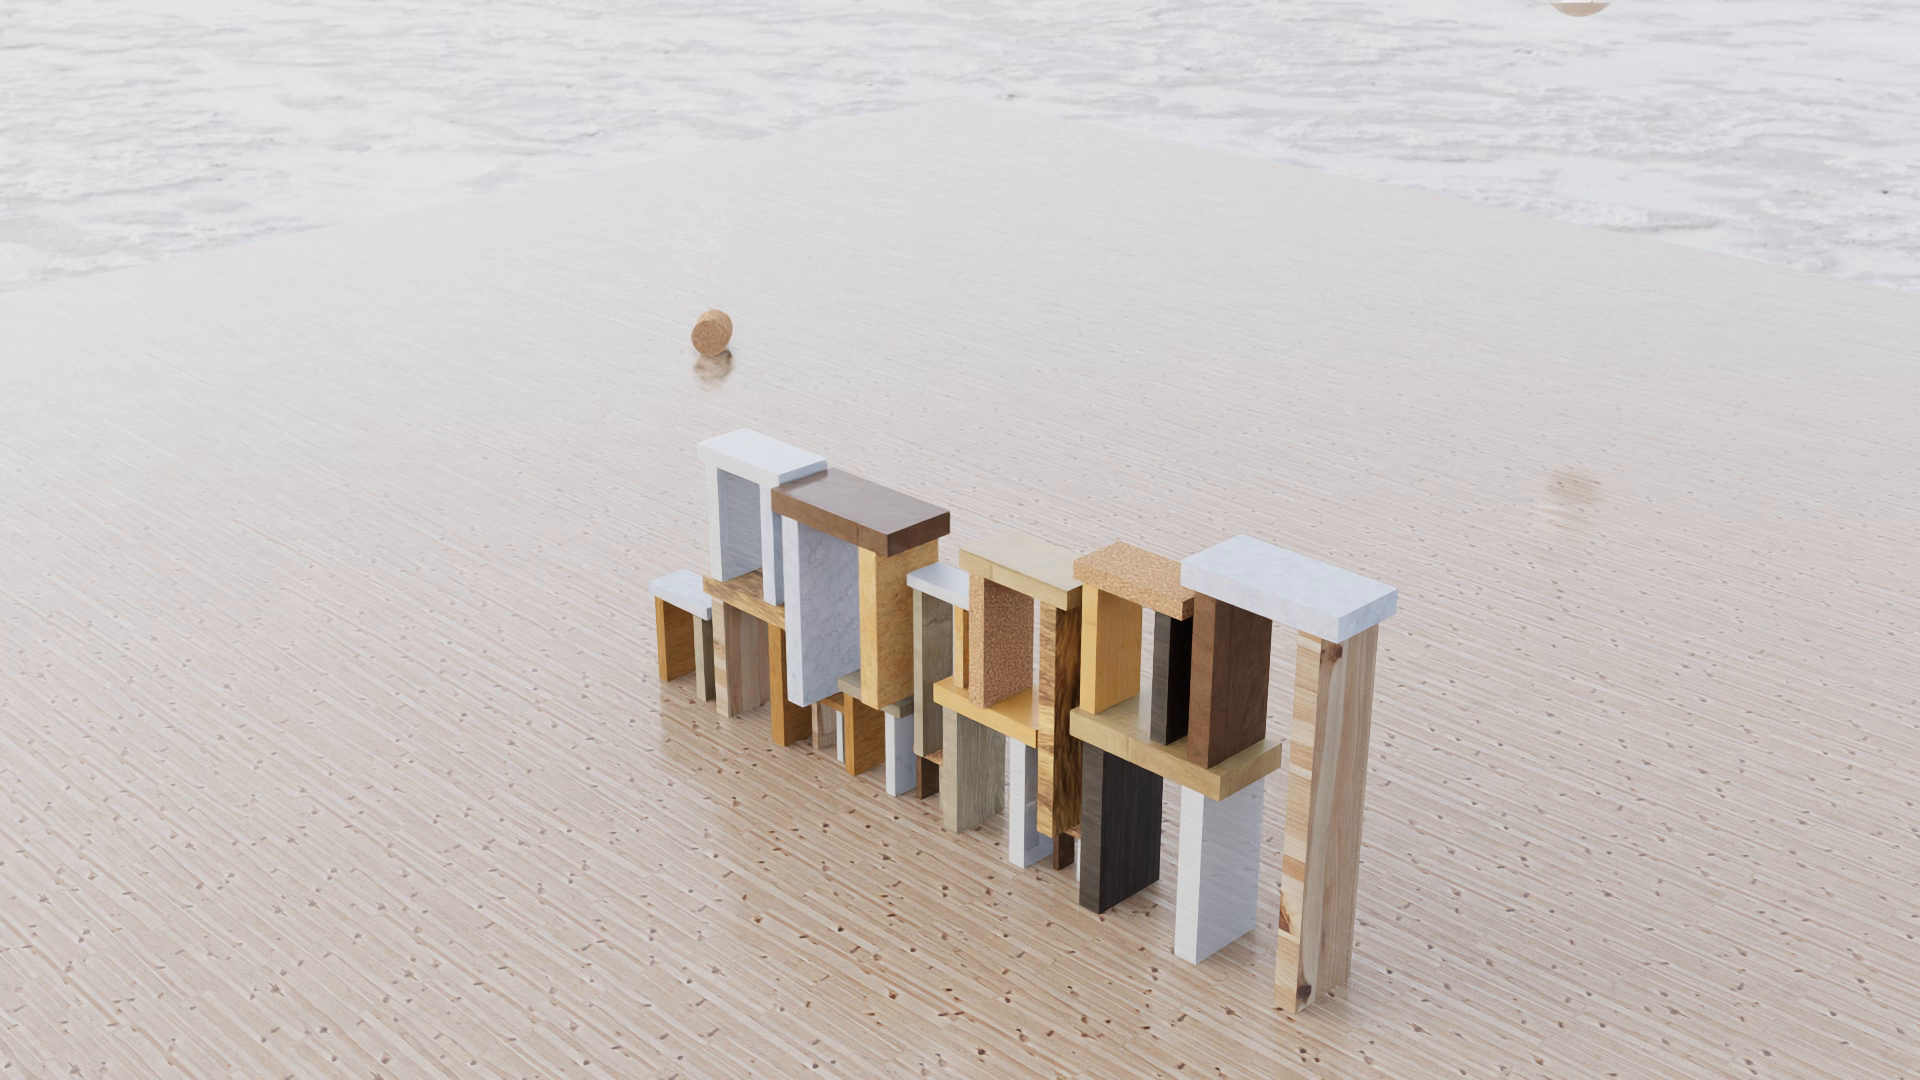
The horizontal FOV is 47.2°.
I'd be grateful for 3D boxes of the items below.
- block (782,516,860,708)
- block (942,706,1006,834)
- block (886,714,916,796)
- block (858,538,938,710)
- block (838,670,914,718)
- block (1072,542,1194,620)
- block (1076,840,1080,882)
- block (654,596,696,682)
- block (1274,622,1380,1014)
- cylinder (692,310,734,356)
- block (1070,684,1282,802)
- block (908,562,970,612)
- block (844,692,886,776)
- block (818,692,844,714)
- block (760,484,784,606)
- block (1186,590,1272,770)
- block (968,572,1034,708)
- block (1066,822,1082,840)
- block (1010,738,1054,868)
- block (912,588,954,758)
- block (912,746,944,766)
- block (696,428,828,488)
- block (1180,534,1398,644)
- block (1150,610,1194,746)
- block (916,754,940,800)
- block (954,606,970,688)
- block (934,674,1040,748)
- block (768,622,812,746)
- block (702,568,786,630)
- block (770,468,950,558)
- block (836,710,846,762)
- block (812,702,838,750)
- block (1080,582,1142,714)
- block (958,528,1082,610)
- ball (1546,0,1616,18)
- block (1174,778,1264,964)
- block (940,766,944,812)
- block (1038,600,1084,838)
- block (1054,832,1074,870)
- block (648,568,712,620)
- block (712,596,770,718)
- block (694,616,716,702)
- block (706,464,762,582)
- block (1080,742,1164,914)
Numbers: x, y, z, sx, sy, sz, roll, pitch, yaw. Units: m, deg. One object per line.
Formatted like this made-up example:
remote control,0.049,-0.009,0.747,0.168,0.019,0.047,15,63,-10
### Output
block,-0.284,0.126,4.579,0.049,0.420,0.171,21,31,40
block,0.029,0.436,4.383,0.039,0.274,0.137,21,31,41
block,-0.110,0.426,4.519,0.026,0.186,0.093,21,31,41
block,-0.121,0.153,4.417,0.049,0.343,0.171,21,31,40
block,-0.154,0.311,4.518,0.093,0.026,0.186,-21,31,-41
block,0.335,0.070,3.884,0.252,0.036,0.126,21,31,41
block,0.245,0.606,4.213,0.046,0.093,0.013,-21,31,-41
block,-0.639,0.210,5.002,0.029,0.206,0.103,21,31,41
block,0.622,0.462,3.745,0.046,0.724,0.162,21,31,41
cylinder,-0.812,-0.680,7.209,0.121,0.121,0.121,1,23,2
block,0.386,0.357,3.961,0.349,0.049,0.175,21,31,41
block,-0.012,0.090,4.279,0.172,0.024,0.086,21,31,41
block,-0.197,0.391,4.600,0.026,0.186,0.093,21,31,41
block,-0.262,0.332,4.652,0.119,0.017,0.059,21,31,40
block,-0.353,-0.006,4.611,0.037,0.265,0.132,21,31,41
block,0.469,0.219,3.809,0.046,0.325,0.162,21,31,41
block,0.080,0.172,4.203,0.039,0.275,0.138,21,31,41
block,0.223,0.549,4.213,0.046,0.013,0.093,-21,31,-41
block,0.158,0.487,4.264,0.039,0.274,0.137,21,31,41
block,-0.053,0.254,4.393,0.024,0.367,0.086,21,31,41
block,-0.042,0.432,4.461,0.103,0.015,0.051,21,31,41
block,-0.415,-0.170,4.609,0.132,0.037,0.265,-21,31,-41
block,0.546,0.078,3.666,0.325,0.046,0.162,21,31,41
block,0.395,0.226,3.886,0.036,0.252,0.126,21,31,41
block,-0.066,0.477,4.506,0.015,0.103,0.051,21,31,41
block,0.028,0.196,4.280,0.024,0.172,0.086,21,31,41
block,0.093,0.318,4.262,0.274,0.039,0.137,21,31,41
block,-0.340,0.289,4.718,0.040,0.283,0.141,21,31,41
block,-0.407,0.114,4.717,0.283,0.040,0.141,21,31,41
block,-0.202,-0.059,4.414,0.343,0.049,0.171,21,31,40
block,-0.233,0.406,4.653,0.017,0.119,0.059,21,31,41
block,-0.289,0.384,4.705,0.017,0.119,0.059,21,31,41
block,0.276,0.179,3.995,0.036,0.252,0.126,21,31,41
block,0.144,0.053,4.082,0.138,0.039,0.275,-21,31,-40
ball,1.728,-1.577,6.108,0.244,0.244,0.244,0,23,0
block,0.468,0.573,3.963,0.049,0.349,0.175,21,31,41
block,-0.018,0.496,4.461,0.015,0.103,0.051,21,31,41
block,0.209,0.318,4.124,0.138,0.482,0.039,-21,31,-41
block,0.201,0.589,4.253,0.013,0.093,0.046,21,31,41
block,-0.590,0.121,4.911,0.206,0.029,0.103,21,31,41
block,-0.474,0.237,4.841,0.040,0.283,0.141,21,31,41
block,-0.542,0.248,4.912,0.029,0.206,0.103,21,31,41
block,-0.477,-0.055,4.725,0.037,0.265,0.132,21,31,41
block,0.304,0.509,4.114,0.049,0.349,0.175,21,31,41
